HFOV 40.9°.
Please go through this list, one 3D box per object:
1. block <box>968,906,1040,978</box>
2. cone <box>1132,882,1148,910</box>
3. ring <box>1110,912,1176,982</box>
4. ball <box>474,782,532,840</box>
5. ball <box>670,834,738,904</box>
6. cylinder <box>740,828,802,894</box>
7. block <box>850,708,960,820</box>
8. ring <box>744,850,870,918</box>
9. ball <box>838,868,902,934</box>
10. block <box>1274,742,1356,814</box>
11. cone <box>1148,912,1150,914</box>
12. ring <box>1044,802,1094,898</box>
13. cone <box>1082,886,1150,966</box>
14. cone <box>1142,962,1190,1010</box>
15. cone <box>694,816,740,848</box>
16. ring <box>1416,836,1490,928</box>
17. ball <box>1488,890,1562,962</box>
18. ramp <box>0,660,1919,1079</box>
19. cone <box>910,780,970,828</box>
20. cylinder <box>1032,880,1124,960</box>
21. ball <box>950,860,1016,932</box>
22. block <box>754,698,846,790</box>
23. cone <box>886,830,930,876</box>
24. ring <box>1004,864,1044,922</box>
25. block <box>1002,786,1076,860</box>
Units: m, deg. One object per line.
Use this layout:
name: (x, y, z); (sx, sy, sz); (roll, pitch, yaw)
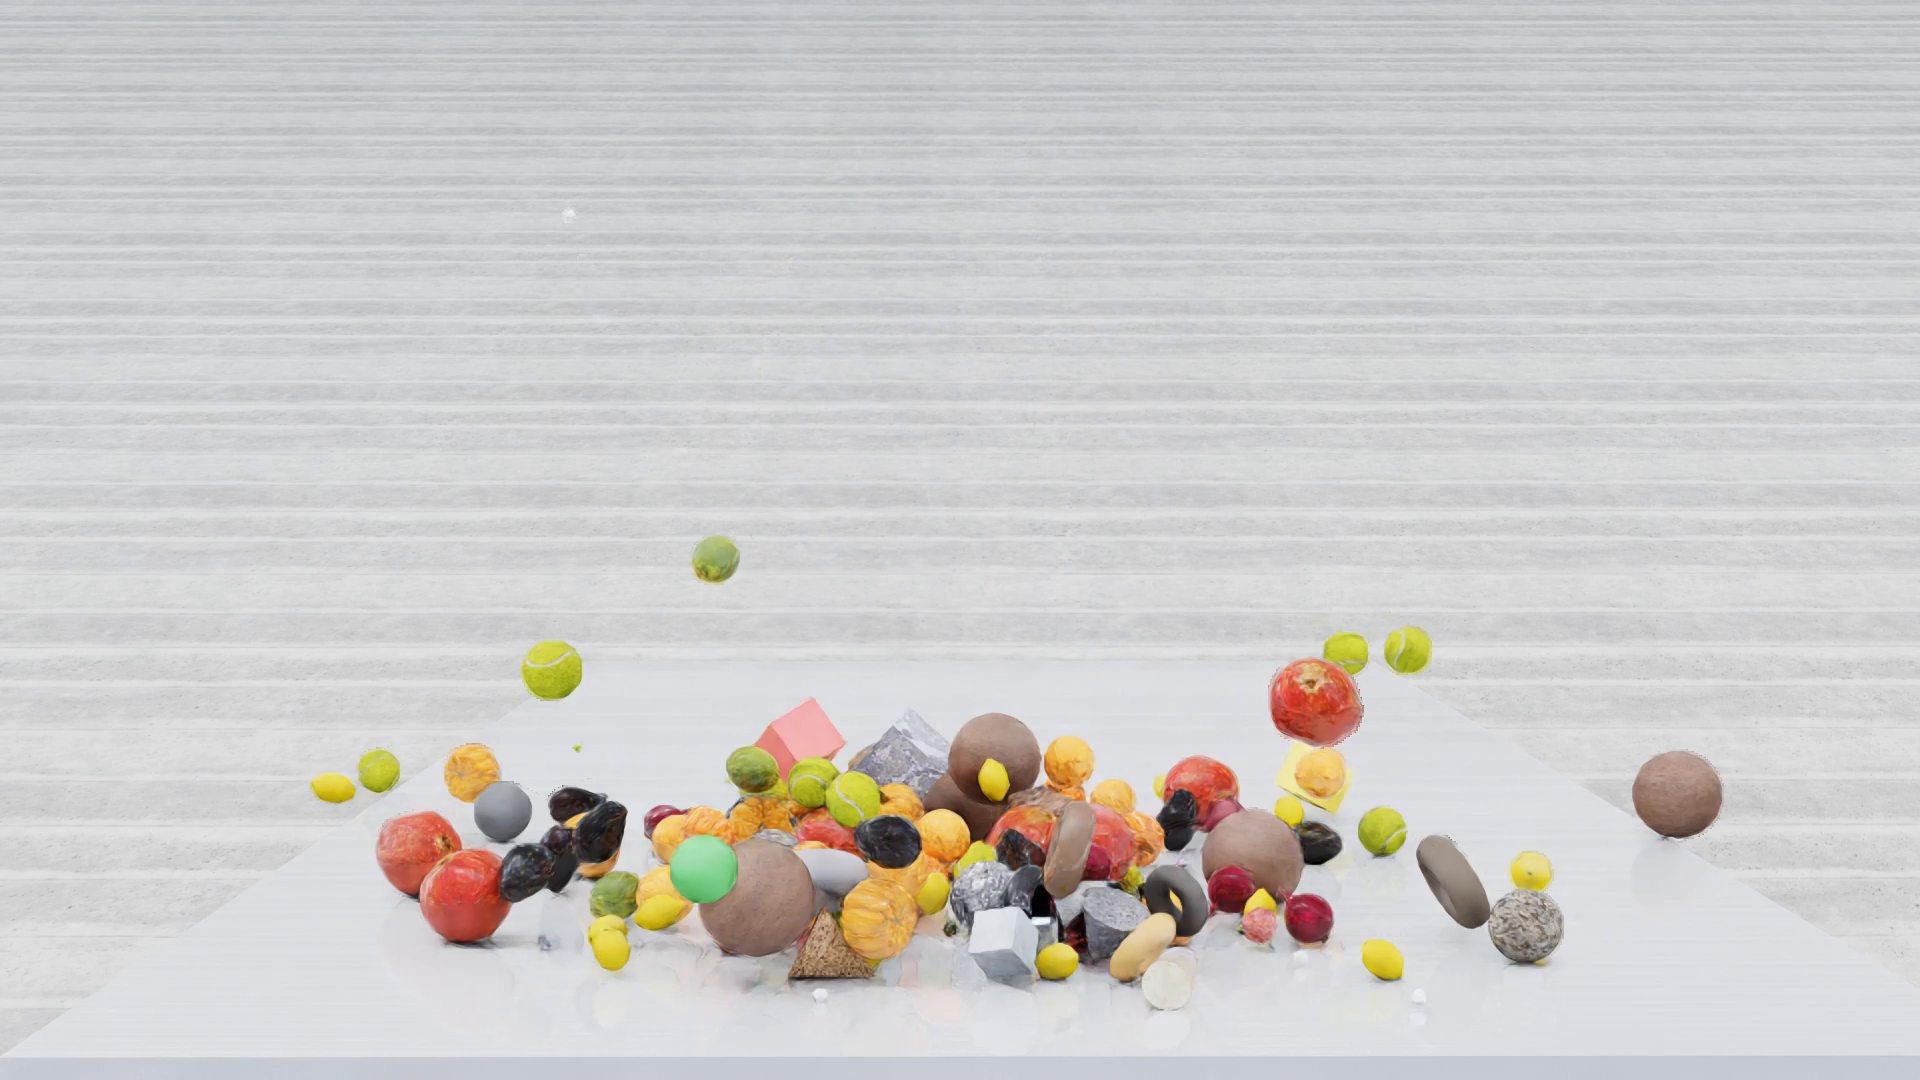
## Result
block: (0.049, 0.448, 2.863); (0.054, 0.054, 0.054); (-12, 45, 26)
cone: (0.240, 0.462, 3.221); (0.050, 0.050, 0.050); (27, 21, -7)
ring: (0.204, 0.452, 2.859); (0.031, 0.094, 0.094); (43, 39, 18)
ball: (-0.677, 0.402, 3.807); (0.086, 0.086, 0.086); (0, 22, 0)
ball: (-0.264, 0.339, 2.646); (0.070, 0.070, 0.070); (0, 22, 0)
cylinder: (-0.243, 0.420, 3.305); (0.069, 0.069, 0.069); (2, 40, 5)
block: (-0.077, 0.316, 3.638); (0.098, 0.098, 0.098); (42, 17, 2)
ring: (-0.175, 0.396, 2.963); (0.146, 0.146, 0.049); (-4, 65, -9)
ball: (-0.109, 0.439, 3.119); (0.080, 0.080, 0.080); (0, 22, 0)
block: (0.554, 0.370, 4.005); (0.075, 0.075, 0.075); (32, -7, -40)
cone: (0.243, 0.462, 3.149); (0.059, 0.059, 0.059); (-30, 35, -31)
ring: (0.124, 0.351, 2.920); (0.038, 0.113, 0.113); (16, 22, -2)
cone: (0.163, 0.452, 2.924); (0.083, 0.083, 0.083); (17, 24, -8)
cone: (0.215, 0.485, 2.760); (0.053, 0.053, 0.053); (5, 65, -10)
cone: (-0.350, 0.438, 3.656); (0.065, 0.065, 0.065); (1, 30, 3)
ring: (0.591, 0.410, 3.082); (0.041, 0.123, 0.123); (-30, 27, -5)
ball: (0.651, 0.445, 2.962); (0.084, 0.084, 0.084); (0, 22, 0)
ramp: (0.051, 0.458, 4.533); (2.000, 0.100, 4.000); (0, 3, 0)
cone: (-0.015, 0.419, 3.908); (0.087, 0.087, 0.087); (22, 30, 38)
cylinder: (0.139, 0.441, 2.991); (0.088, 0.088, 0.088); (-1, 21, -19)
ball: (0.033, 0.434, 3.118); (0.090, 0.090, 0.090); (0, 22, 0)
block: (-0.266, 0.339, 4.272); (0.094, 0.094, 0.094); (-30, 78, -32)
cone: (-0.083, 0.442, 3.522); (0.066, 0.066, 0.066); (8, 30, 19)
ring: (0.081, 0.434, 3.051); (0.033, 0.098, 0.098); (7, 22, 27)
block: (0.112, 0.390, 3.543); (0.071, 0.071, 0.071); (22, 21, 39)
